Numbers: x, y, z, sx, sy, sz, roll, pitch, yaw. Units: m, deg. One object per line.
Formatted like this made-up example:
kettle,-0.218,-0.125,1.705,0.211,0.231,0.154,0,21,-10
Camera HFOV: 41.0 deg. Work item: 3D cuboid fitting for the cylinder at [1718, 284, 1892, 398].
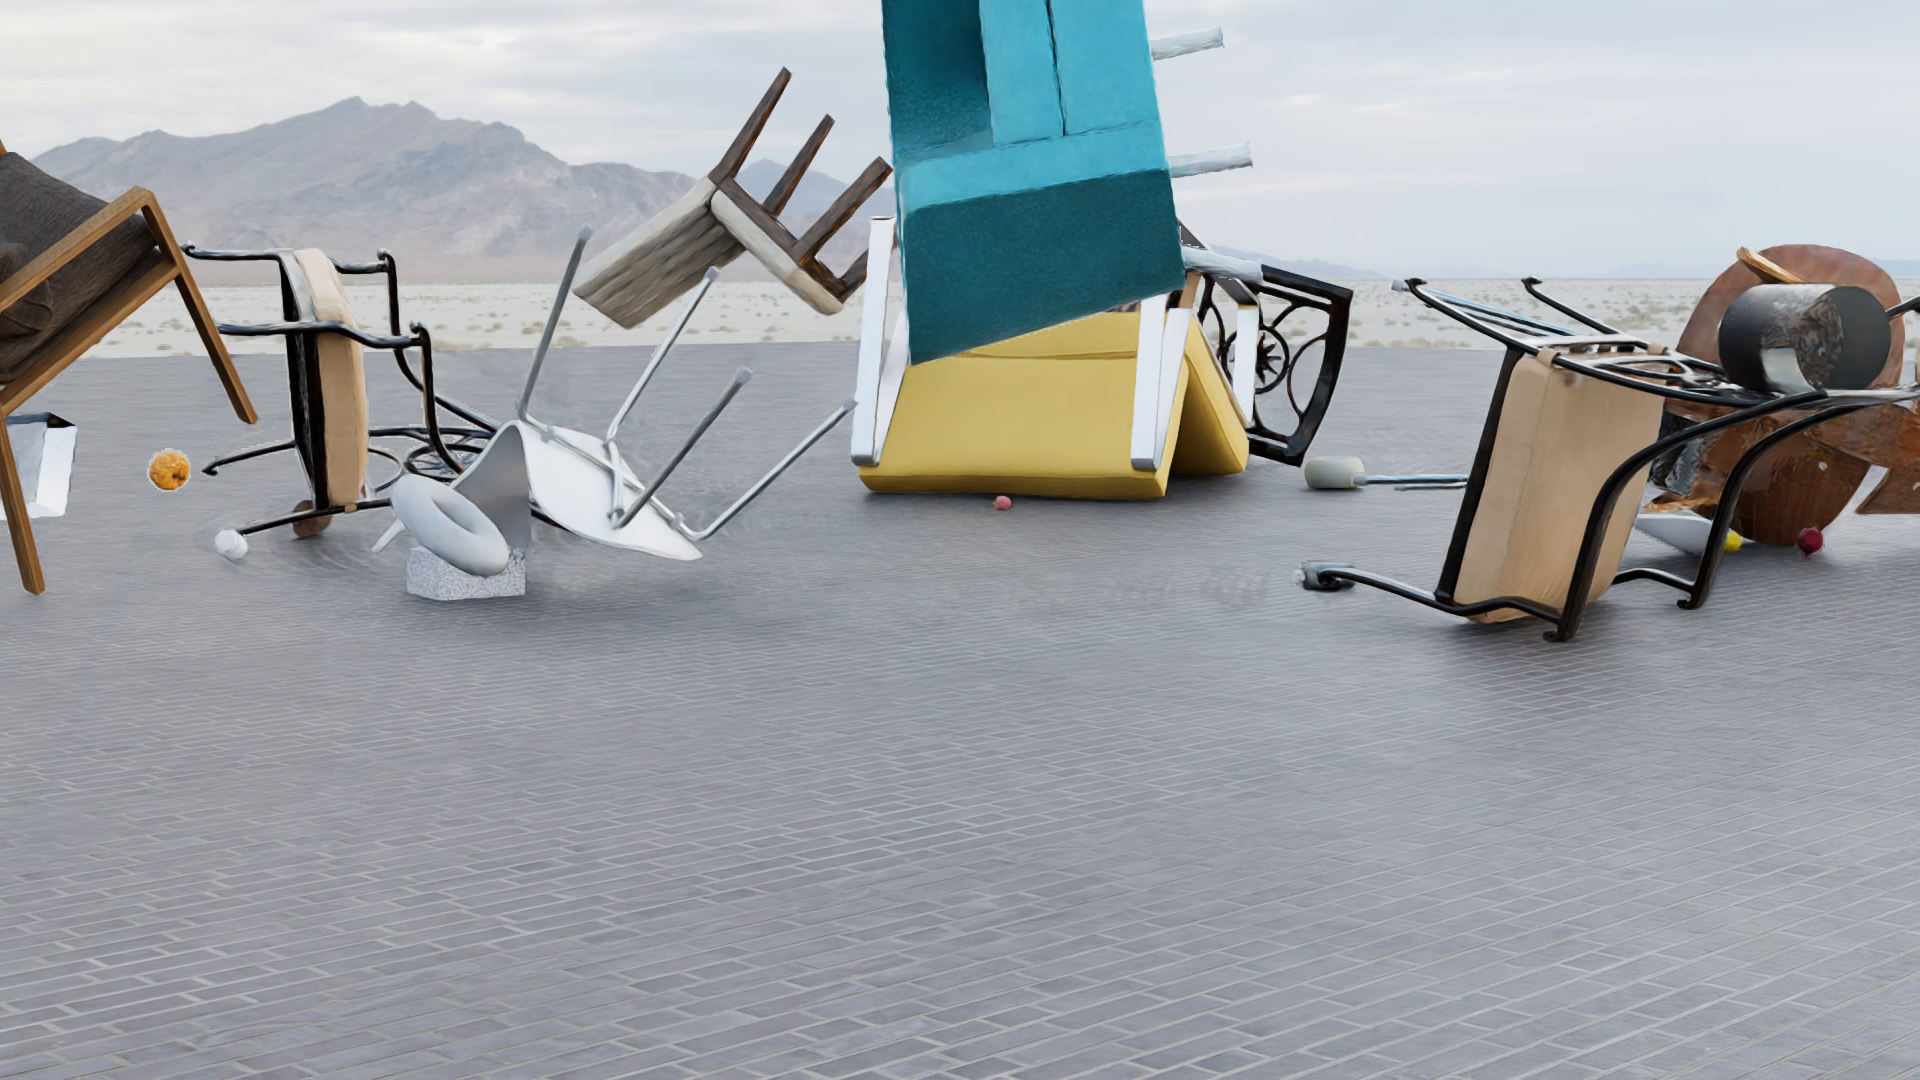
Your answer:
cylinder,1.500,-0.356,4.563,0.201,0.192,0.223,-37,16,-12

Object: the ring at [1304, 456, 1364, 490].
ring,1.165,-0.209,7.984,0.180,0.096,0.191,4,8,43

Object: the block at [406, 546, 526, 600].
block,-1.027,0.065,5.331,0.187,0.093,0.175,-4,7,-34

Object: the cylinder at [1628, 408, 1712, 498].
cylinder,1.633,-0.199,5.900,0.184,0.166,0.116,15,5,-41

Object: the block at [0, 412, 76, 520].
block,-2.227,-0.170,6.045,0.239,0.221,0.101,-4,-18,19

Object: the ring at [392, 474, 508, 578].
ring,-0.989,-0.028,4.979,0.279,0.070,0.225,42,14,17

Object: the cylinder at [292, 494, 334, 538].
cylinder,-1.639,-0.061,6.499,0.064,0.100,0.112,18,9,5
